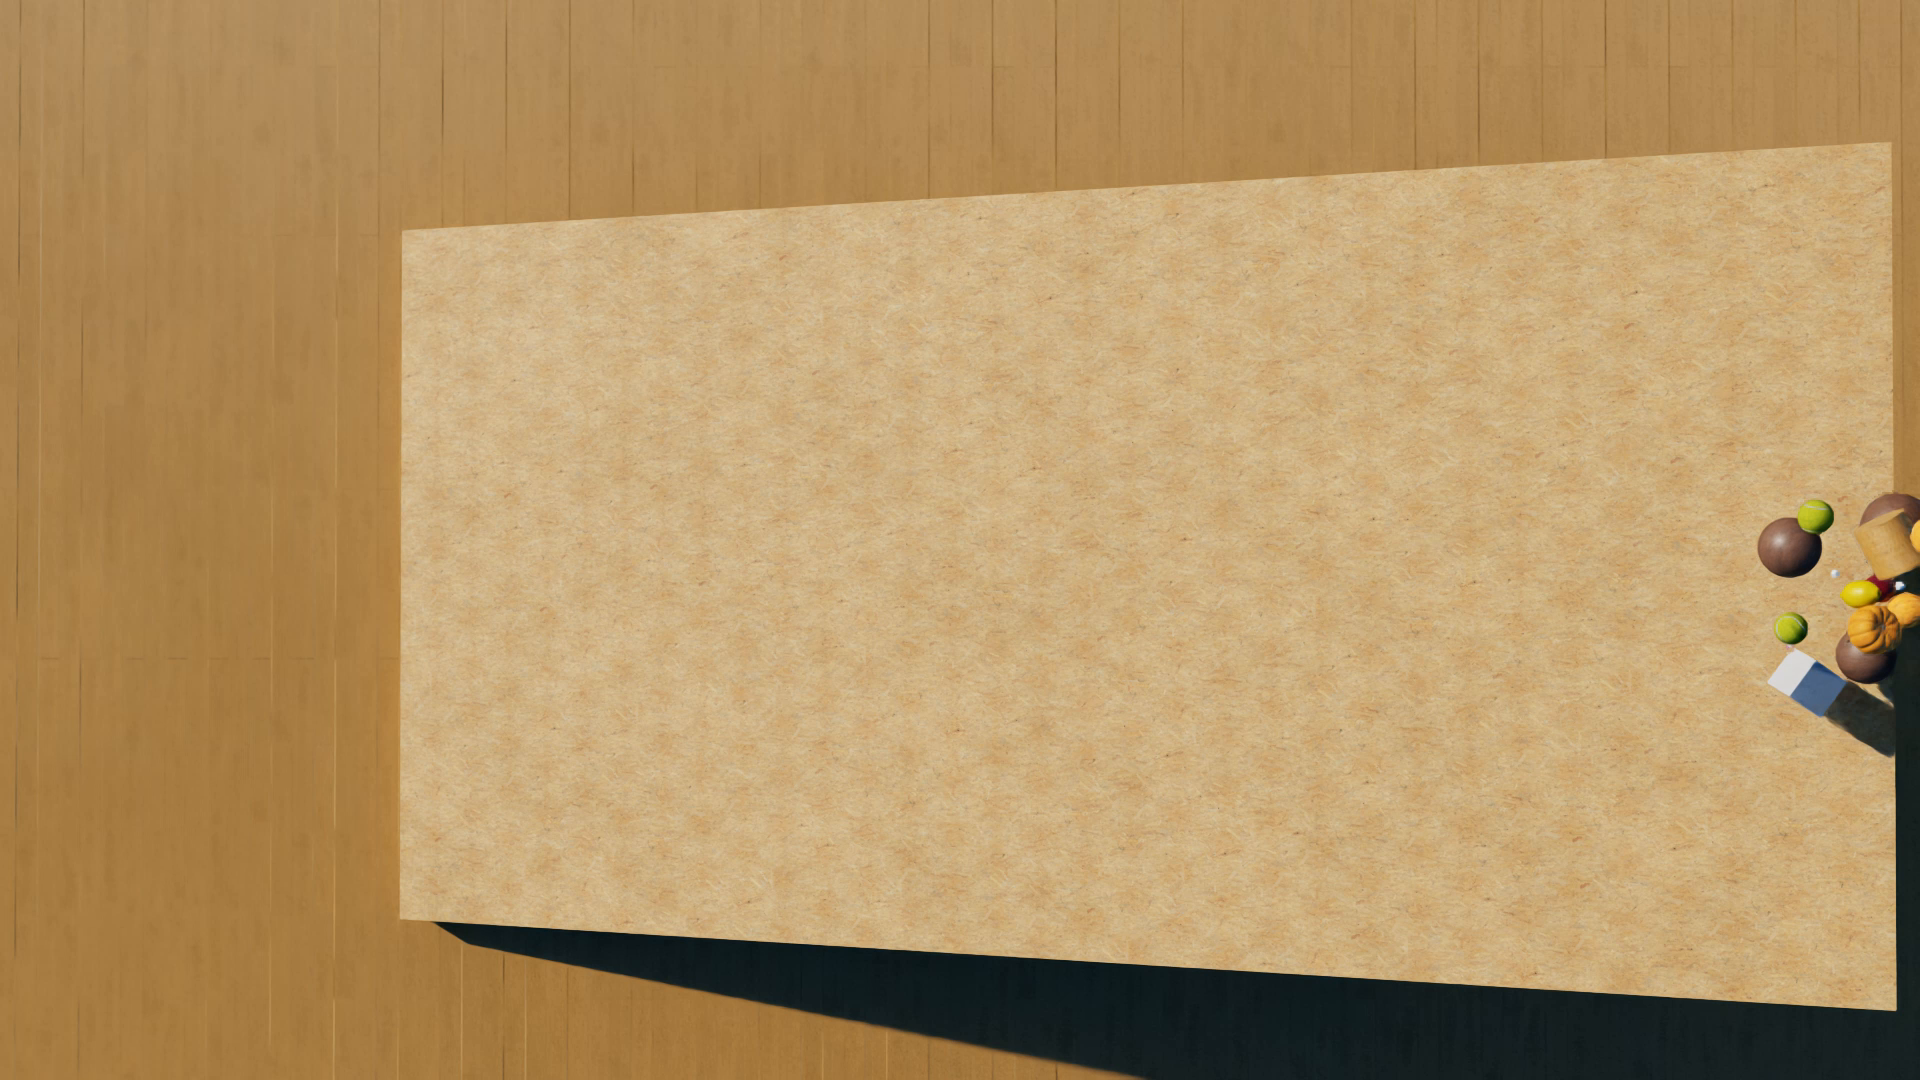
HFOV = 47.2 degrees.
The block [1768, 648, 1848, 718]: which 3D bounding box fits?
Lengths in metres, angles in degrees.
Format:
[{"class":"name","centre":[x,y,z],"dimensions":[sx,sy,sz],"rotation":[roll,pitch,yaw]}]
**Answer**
[{"class":"block","centre":[1.918,0.323,4.981],"dimensions":[0.099,0.099,0.099],"rotation":[32,97,-16]}]

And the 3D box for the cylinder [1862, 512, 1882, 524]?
[{"class":"cylinder","centre":[1.933,-0.015,4.602],"dimensions":[0.065,0.065,0.065],"rotation":[-9,119,-17]}]

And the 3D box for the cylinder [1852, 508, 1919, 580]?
[{"class":"cylinder","centre":[1.697,0.008,4.006],"dimensions":[0.098,0.098,0.098],"rotation":[-28,88,0]}]

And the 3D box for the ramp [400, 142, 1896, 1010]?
[{"class":"ramp","centre":[0.279,0.091,5.771],"dimensions":[4.000,0.100,2.000],"rotation":[0,89,19]}]
